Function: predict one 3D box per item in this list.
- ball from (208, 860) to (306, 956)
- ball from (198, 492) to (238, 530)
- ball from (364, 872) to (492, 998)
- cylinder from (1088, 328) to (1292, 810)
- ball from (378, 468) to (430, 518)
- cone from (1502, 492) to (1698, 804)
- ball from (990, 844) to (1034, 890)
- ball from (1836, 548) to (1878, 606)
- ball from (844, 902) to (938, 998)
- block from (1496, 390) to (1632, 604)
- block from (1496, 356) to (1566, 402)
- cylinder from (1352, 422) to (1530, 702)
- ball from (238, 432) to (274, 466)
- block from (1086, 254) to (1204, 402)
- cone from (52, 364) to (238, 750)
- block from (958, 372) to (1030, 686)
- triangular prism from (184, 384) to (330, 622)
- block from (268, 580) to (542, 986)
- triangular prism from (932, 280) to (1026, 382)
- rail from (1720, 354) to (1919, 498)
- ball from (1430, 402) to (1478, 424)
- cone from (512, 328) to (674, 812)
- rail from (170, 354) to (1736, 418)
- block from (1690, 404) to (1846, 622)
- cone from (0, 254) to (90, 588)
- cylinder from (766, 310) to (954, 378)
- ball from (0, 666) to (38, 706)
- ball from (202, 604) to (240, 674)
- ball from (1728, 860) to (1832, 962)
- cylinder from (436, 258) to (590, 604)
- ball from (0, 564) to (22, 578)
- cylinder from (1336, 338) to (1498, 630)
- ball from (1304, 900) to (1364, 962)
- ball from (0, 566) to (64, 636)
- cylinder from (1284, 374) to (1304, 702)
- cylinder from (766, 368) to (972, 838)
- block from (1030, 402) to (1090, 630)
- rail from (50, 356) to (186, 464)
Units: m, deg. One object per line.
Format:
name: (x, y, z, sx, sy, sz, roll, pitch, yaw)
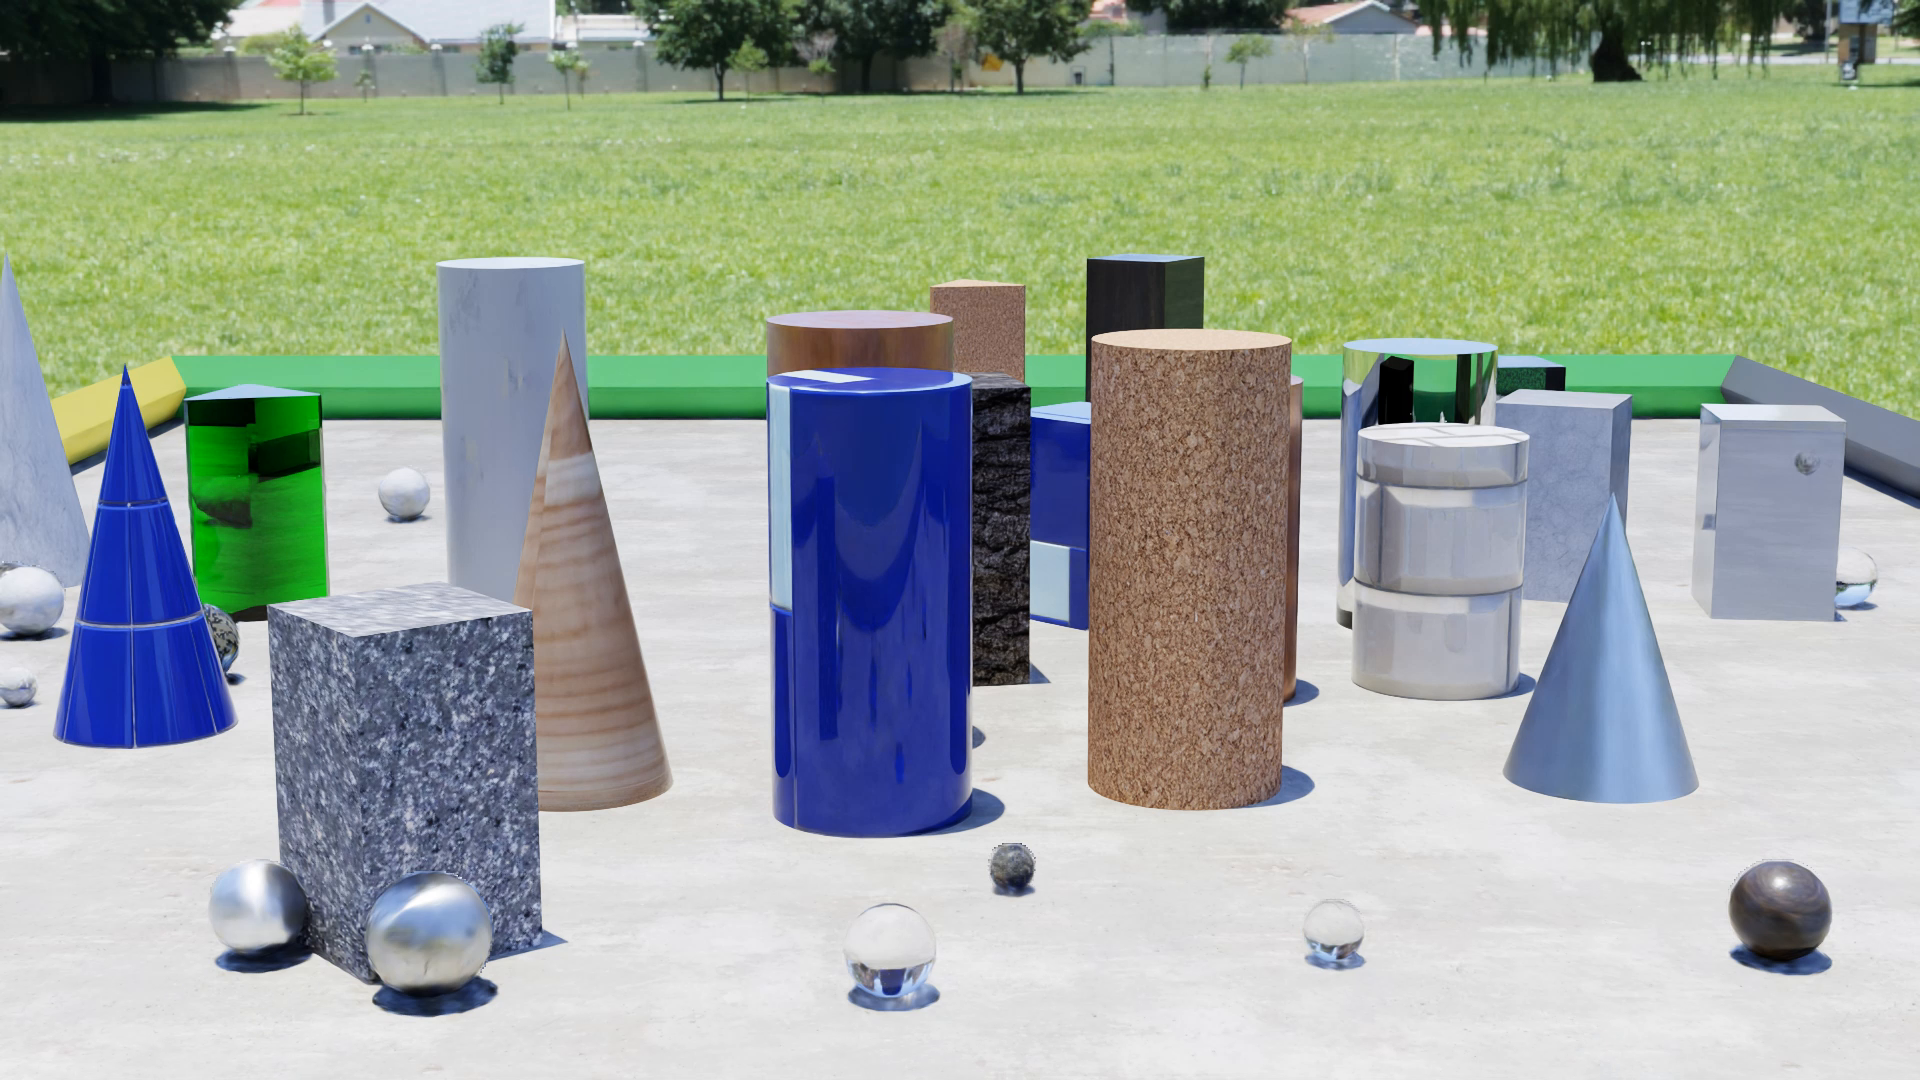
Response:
ball: (-0.579, 0.304, 2.116, 0.078, 0.078, 0.078, 0, 10, 0)
ball: (-1.178, -0.046, 4.071, 0.061, 0.061, 0.061, 0, 10, 0)
ball: (-0.420, 0.312, 2.028, 0.098, 0.098, 0.098, 0, 10, 0)
cylinder: (0.230, 0.025, 2.596, 0.199, 0.458, 0.199, 0, 10, 0)
ball: (-0.903, -0.076, 4.171, 0.083, 0.083, 0.083, 0, 10, 0)
cone: (0.664, 0.098, 2.634, 0.199, 0.300, 0.199, 0, 10, 0)
ball: (0.047, 0.293, 2.293, 0.041, 0.041, 0.041, 0, 10, 0)
ball: (1.212, 0.049, 3.503, 0.079, 0.079, 0.079, 0, 10, 0)
ball: (-0.055, 0.325, 2.029, 0.074, 0.074, 0.074, 0, 10, 0)
block: (0.837, -0.062, 3.577, 0.159, 0.272, 0.159, 5, 11, 23)
block: (0.870, -0.160, 4.143, 0.159, 0.258, 0.159, -1, 11, -6)
cylinder: (0.569, 0.022, 3.047, 0.199, 0.298, 0.199, 0, 10, 0)
ball: (-1.294, -0.167, 4.716, 0.065, 0.065, 0.065, 0, 10, 0)
block: (0.338, -0.326, 4.699, 0.159, 0.382, 0.159, 6, 12, 31)
cone: (-0.909, 0.008, 2.828, 0.199, 0.407, 0.199, 0, 10, 0)
block: (-0.011, -0.014, 3.088, 0.159, 0.356, 0.159, -2, 11, -11)
triangular prism: (-0.949, -0.053, 3.456, 0.172, 0.298, 0.149, -3, 11, -18)
block: (-0.462, 0.196, 2.141, 0.159, 0.286, 0.159, -8, 13, -38)
triangular prism: (0.019, -0.303, 4.703, 0.172, 0.337, 0.149, -2, 11, -10)
rail: (1.614, 0.032, 3.458, 0.045, 0.129, 3.908, 0, 10, 0)
ball: (0.950, -0.221, 4.937, 0.090, 0.090, 0.090, 0, 10, 0)
cone: (-0.394, 0.019, 2.590, 0.199, 0.471, 0.199, 0, 10, 0)
rail: (-0.011, -0.318, 5.347, 3.276, 0.129, 0.045, 0, 10, 0)
block: (1.088, -0.039, 3.463, 0.159, 0.268, 0.159, 1, 11, 6)
cone: (-1.338, -0.175, 3.640, 0.199, 0.472, 0.199, 0, 10, 0)
cylinder: (-0.106, -0.009, 2.770, 0.199, 0.460, 0.199, 0, 10, 0)
ball: (-1.086, 0.168, 2.957, 0.044, 0.044, 0.044, 0, 10, 0)
ball: (-0.909, 0.123, 3.066, 0.095, 0.095, 0.095, 0, 10, 0)
ball: (0.676, 0.305, 2.113, 0.082, 0.082, 0.082, 0, 10, 0)
cylinder: (-0.606, -0.146, 3.502, 0.199, 0.464, 0.199, 0, 10, 0)
ball: (-1.281, 0.064, 3.460, 0.066, 0.066, 0.066, 0, 10, 0)
cylinder: (0.598, -0.072, 3.368, 0.199, 0.367, 0.199, 0, 10, 0)
ball: (0.307, 0.322, 2.111, 0.050, 0.050, 0.050, 0, 10, 0)
ball: (-1.205, 0.079, 3.319, 0.089, 0.089, 0.089, 0, 10, 0)
cylinder: (0.297, -0.004, 2.995, 0.199, 0.370, 0.199, 0, 10, 0)
cylinder: (-0.087, 0.056, 2.506, 0.199, 0.429, 0.199, 0, 10, 0)
block: (0.164, -0.036, 3.432, 0.159, 0.273, 0.159, 10, 15, 44)
rail: (-1.614, 0.035, 3.440, 0.045, 0.129, 3.908, 0, 10, 0)
